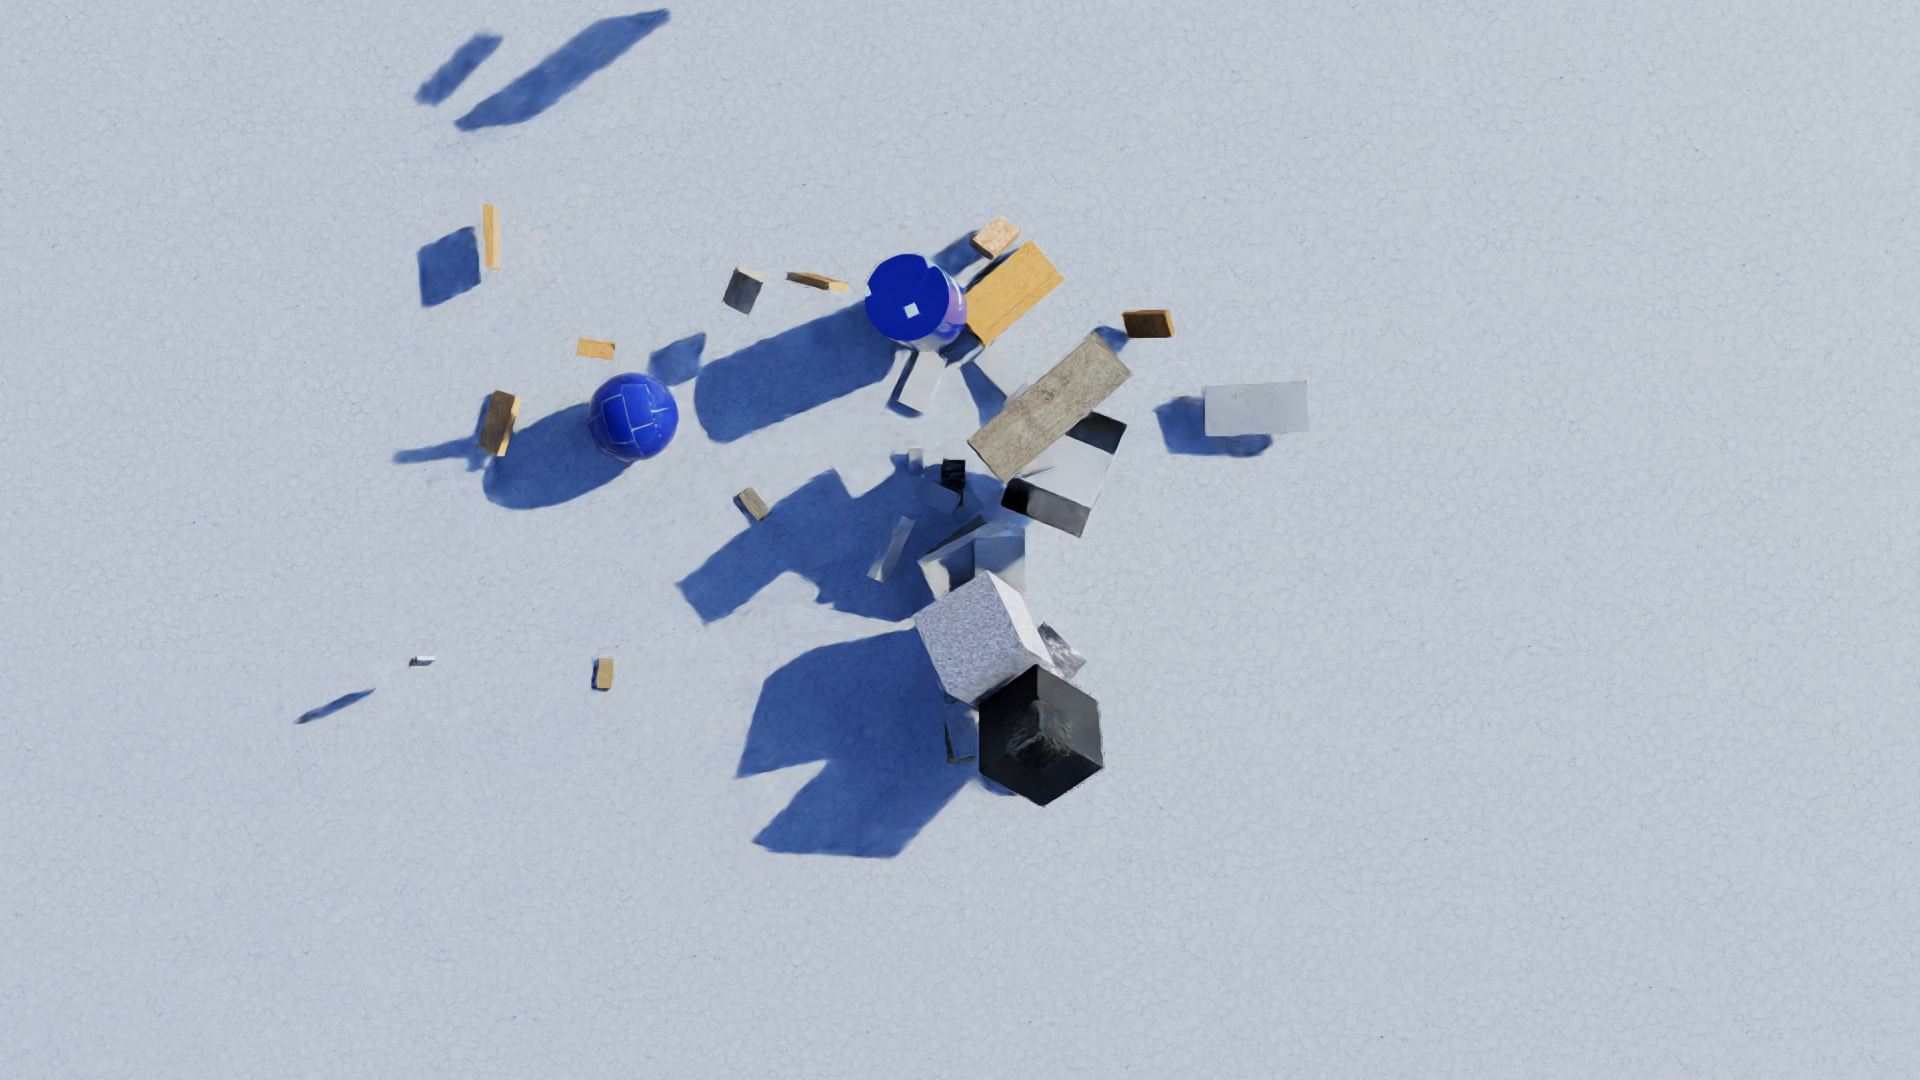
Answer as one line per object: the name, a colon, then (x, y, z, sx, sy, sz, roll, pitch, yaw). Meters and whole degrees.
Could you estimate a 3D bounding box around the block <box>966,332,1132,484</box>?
block: (0.270, -0.396, 4.966, 0.509, 0.049, 0.172, -40, 87, -4)

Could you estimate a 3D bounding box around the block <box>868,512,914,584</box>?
block: (-0.227, 0.027, 5.442, 0.032, 0.113, 0.225, 23, 90, 22)

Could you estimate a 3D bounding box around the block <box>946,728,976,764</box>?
block: (0.001, 0.651, 5.422, 0.094, 0.189, 0.027, -2, 134, 0)

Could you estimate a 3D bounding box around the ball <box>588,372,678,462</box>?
ball: (-1.061, -0.400, 5.354, 0.292, 0.292, 0.292, 0, 90, 0)

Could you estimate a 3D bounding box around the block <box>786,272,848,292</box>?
block: (-0.451, -0.816, 5.205, 0.183, 0.091, 0.026, 20, 108, 34)

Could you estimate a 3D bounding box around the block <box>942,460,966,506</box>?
block: (-0.023, -0.191, 5.468, 0.076, 0.022, 0.152, 2, 90, 0)

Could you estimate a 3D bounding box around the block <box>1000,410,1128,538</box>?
block: (0.328, -0.236, 5.212, 0.274, 0.274, 0.274, 23, 46, 6)

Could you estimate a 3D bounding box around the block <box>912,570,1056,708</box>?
block: (0.076, 0.322, 5.240, 0.285, 0.285, 0.285, -31, 64, 12)

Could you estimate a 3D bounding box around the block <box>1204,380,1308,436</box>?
block: (0.973, -0.432, 5.426, 0.333, 0.047, 0.167, -2, 98, 7)

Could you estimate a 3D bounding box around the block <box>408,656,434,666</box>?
block: (-1.726, 0.389, 5.287, 0.054, 0.170, 0.015, 4, 77, -26)

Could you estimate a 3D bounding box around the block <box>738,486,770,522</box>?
block: (-0.683, -0.119, 5.492, 0.054, 0.015, 0.109, -38, 90, 0)

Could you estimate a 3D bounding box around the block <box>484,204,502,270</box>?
block: (-1.530, -0.990, 5.395, 0.029, 0.102, 0.203, 0, 94, -2)

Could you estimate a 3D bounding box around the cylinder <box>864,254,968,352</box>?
cylinder: (-0.137, -0.752, 5.257, 0.272, 0.272, 0.272, 0, 90, 12)

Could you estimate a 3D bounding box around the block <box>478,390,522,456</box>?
block: (-1.525, -0.387, 5.462, 0.102, 0.029, 0.203, 17, 90, 30)

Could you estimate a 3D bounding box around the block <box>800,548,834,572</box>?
block: (-0.476, 0.065, 5.493, 0.099, 0.014, 0.050, -21, 90, 0)

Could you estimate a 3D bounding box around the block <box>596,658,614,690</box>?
block: (-1.180, 0.444, 5.493, 0.050, 0.014, 0.099, 6, 90, 0)

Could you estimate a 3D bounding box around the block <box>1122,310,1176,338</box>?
block: (0.619, -0.708, 5.414, 0.024, 0.171, 0.086, -45, 126, -37)

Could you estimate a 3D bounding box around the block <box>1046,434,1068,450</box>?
block: (0.233, -0.346, 5.484, 0.225, 0.032, 0.113, -14, 90, 0)

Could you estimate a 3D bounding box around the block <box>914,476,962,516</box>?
block: (-0.074, -0.143, 5.450, 0.152, 0.022, 0.076, 28, 102, 25)

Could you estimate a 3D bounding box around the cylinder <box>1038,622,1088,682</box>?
cylinder: (0.282, 0.403, 5.405, 0.190, 0.190, 0.190, 42, 90, 0)

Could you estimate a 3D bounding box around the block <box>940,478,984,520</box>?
block: (0.008, -0.151, 5.489, 0.076, 0.022, 0.152, -34, 90, 0)

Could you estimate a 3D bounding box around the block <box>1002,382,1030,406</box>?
block: (0.195, -0.467, 5.448, 0.104, 0.015, 0.052, -42, 64, 4)

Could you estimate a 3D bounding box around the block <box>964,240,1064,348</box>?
block: (0.156, -0.812, 5.442, 0.345, 0.049, 0.172, -41, 92, -7)

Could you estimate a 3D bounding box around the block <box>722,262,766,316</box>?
block: (-0.649, -0.751, 4.948, 0.091, 0.183, 0.026, 27, 58, -7)

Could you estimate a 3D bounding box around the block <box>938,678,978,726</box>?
block: (0.003, 0.531, 5.448, 0.095, 0.027, 0.189, -21, 68, -5)

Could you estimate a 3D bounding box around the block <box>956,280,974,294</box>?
block: (0.050, -0.795, 5.473, 0.185, 0.026, 0.092, 16, 81, -4)

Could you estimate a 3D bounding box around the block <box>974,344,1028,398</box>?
block: (0.133, -0.561, 5.471, 0.086, 0.024, 0.171, -42, 80, -3)

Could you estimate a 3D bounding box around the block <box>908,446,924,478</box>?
block: (-0.145, -0.260, 5.479, 0.050, 0.014, 0.099, -3, 106, 0)

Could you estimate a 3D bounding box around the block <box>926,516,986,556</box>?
block: (0.008, 0.026, 5.484, 0.225, 0.032, 0.113, -35, 90, 0)

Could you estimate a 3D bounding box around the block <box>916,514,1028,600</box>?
block: (0.041, 0.062, 5.402, 0.333, 0.047, 0.167, -28, 126, -6)

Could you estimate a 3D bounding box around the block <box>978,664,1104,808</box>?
block: (0.250, 0.615, 5.179, 0.269, 0.269, 0.269, 32, 126, -28)

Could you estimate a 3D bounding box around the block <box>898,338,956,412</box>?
block: (-0.109, -0.563, 5.487, 0.092, 0.026, 0.268, 25, 90, 0)

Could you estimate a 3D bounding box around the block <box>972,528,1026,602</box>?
block: (0.127, 0.122, 5.389, 0.167, 0.047, 0.333, -3, 121, -5)

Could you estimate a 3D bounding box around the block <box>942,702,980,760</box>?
block: (0.008, 0.616, 5.363, 0.095, 0.027, 0.189, -14, 56, -1)

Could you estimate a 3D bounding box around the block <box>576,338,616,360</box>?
block: (-1.127, -0.592, 5.107, 0.109, 0.015, 0.054, 7, 111, -23)

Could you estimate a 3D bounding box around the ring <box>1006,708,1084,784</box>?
ring: (0.281, 0.682, 5.457, 0.258, 0.086, 0.258, 0, 90, 0)

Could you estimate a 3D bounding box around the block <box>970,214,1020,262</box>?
block: (0.115, -0.987, 5.391, 0.091, 0.026, 0.183, 38, 48, 4)
